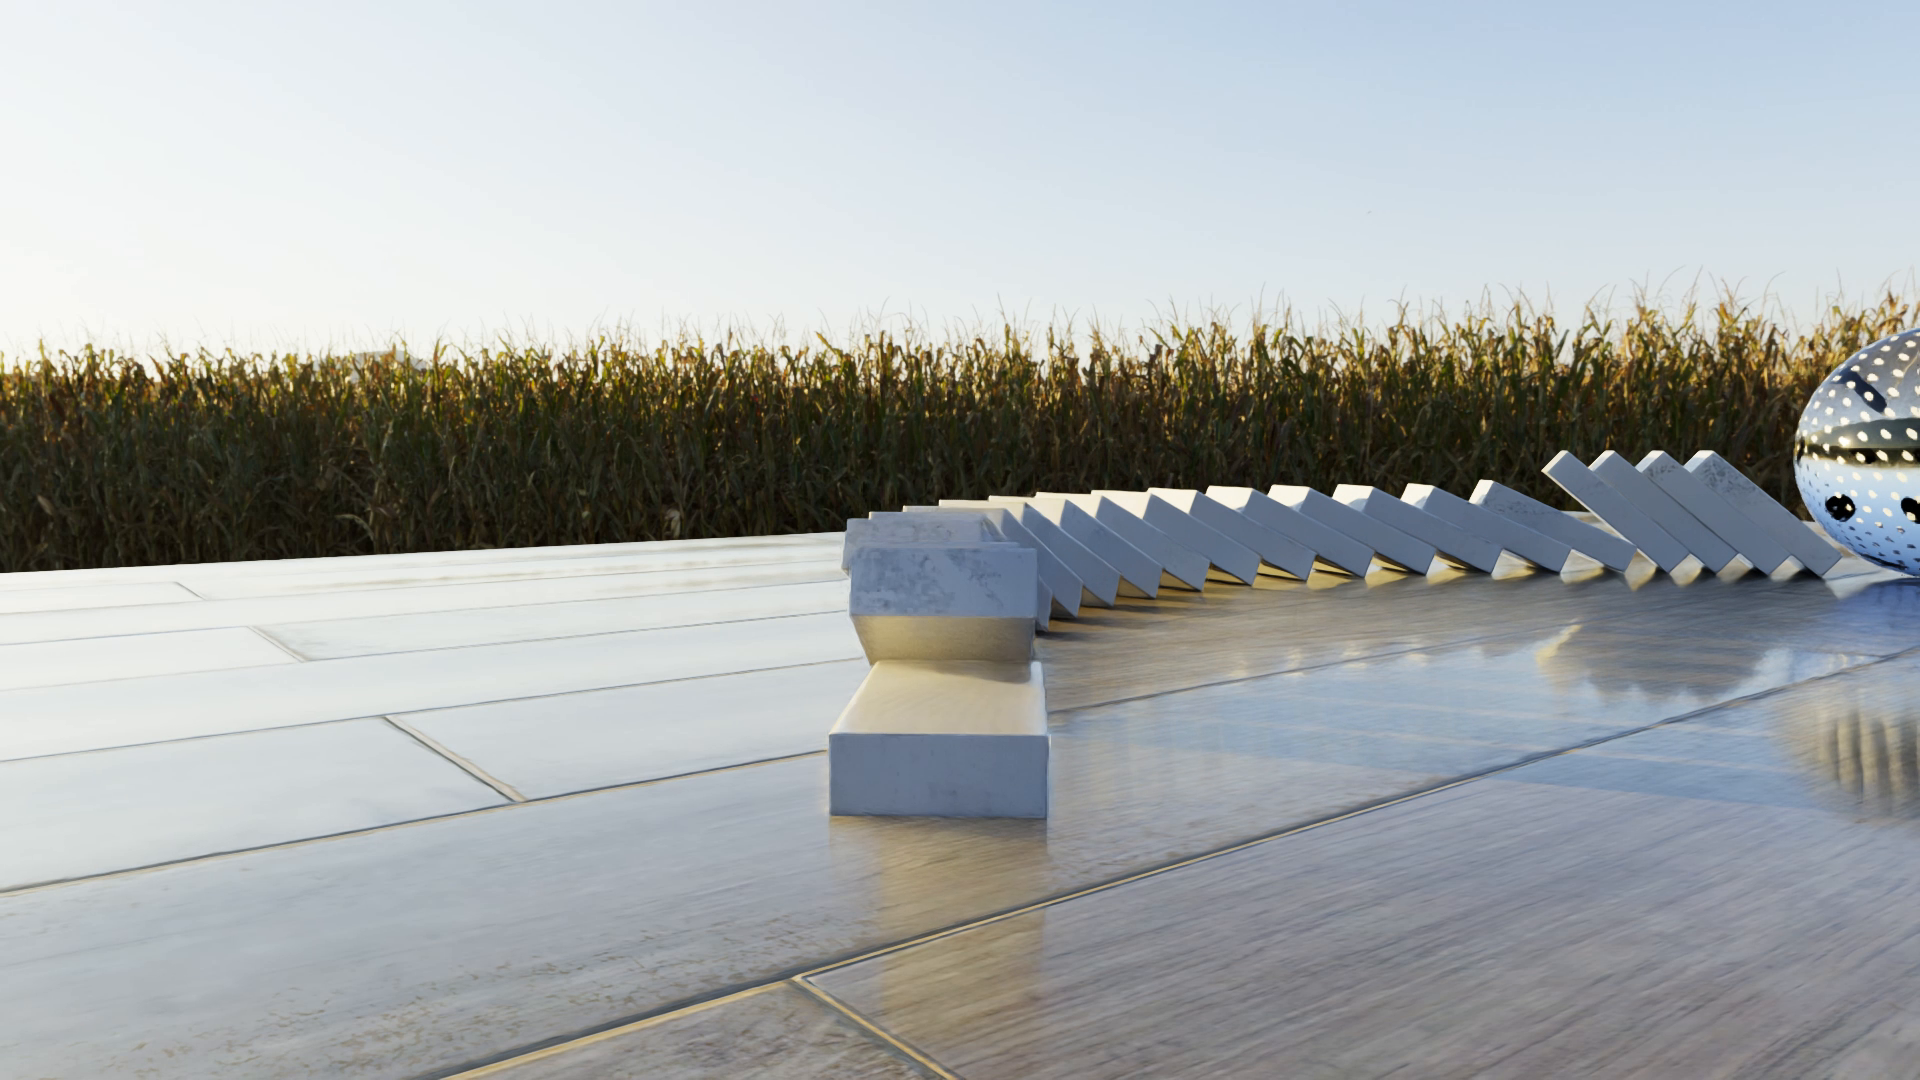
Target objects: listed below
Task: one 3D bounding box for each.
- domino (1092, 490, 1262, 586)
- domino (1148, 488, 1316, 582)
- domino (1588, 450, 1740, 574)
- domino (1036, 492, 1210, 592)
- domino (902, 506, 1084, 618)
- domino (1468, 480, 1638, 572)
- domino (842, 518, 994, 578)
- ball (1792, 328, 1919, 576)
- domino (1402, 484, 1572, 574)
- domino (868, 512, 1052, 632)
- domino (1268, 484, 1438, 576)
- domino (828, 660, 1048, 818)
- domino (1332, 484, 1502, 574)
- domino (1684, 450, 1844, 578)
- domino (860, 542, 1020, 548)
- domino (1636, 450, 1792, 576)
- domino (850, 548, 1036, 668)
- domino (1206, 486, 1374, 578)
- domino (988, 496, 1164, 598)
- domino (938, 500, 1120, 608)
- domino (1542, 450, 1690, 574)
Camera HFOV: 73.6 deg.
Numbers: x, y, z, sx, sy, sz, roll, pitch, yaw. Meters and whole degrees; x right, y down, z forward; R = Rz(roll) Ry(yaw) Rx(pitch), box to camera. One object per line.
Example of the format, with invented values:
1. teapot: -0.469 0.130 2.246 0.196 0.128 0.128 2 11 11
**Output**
1. domino: 0.063 0.000 0.381 0.050 0.009 0.025 26 -11 -34
2. domino: 0.083 -0.002 0.398 0.050 0.009 0.025 24 -7 -25
3. domino: 0.237 -0.010 0.435 0.050 0.009 0.025 44 17 12
4. domino: 0.046 0.001 0.364 0.050 0.009 0.025 27 -14 -39
5. domino: 0.008 0.006 0.299 0.025 0.010 0.050 2 -19 27
6. domino: 0.201 -0.005 0.437 0.050 0.009 0.025 26 9 10
7. domino: -0.003 0.009 0.250 0.025 0.010 0.050 1 -20 13
8. ball: 0.310 -0.028 0.404 0.080 0.080 0.080 0 4 0
9. domino: 0.176 -0.004 0.433 0.050 0.010 0.025 24 4 -1
10. domino: 0.001 0.008 0.275 0.025 0.009 0.050 2 -19 21
11. domino: 0.127 -0.003 0.421 0.050 0.010 0.025 23 -1 -14
12. domino: -0.001 0.025 0.171 0.025 0.010 0.050 0 4 3
13. domino: 0.151 -0.004 0.427 0.050 0.009 0.025 23 0 -10
14. domino: 0.264 -0.009 0.424 0.050 0.009 0.025 44 17 12
15. domino: -0.002 0.012 0.224 0.025 0.010 0.050 0 -17 2
16. domino: 0.250 -0.010 0.429 0.050 0.009 0.025 44 17 12
17. domino: -0.002 0.014 0.196 0.025 0.009 0.050 0 -19 2
18. domino: 0.104 -0.003 0.410 0.050 0.010 0.025 24 -4 -20
19. domino: 0.031 0.002 0.343 0.025 0.009 0.050 4 -18 40
20. domino: 0.017 0.004 0.323 0.025 0.009 0.050 3 -19 36
21. domino: 0.222 -0.010 0.436 0.050 0.009 0.025 44 17 12
